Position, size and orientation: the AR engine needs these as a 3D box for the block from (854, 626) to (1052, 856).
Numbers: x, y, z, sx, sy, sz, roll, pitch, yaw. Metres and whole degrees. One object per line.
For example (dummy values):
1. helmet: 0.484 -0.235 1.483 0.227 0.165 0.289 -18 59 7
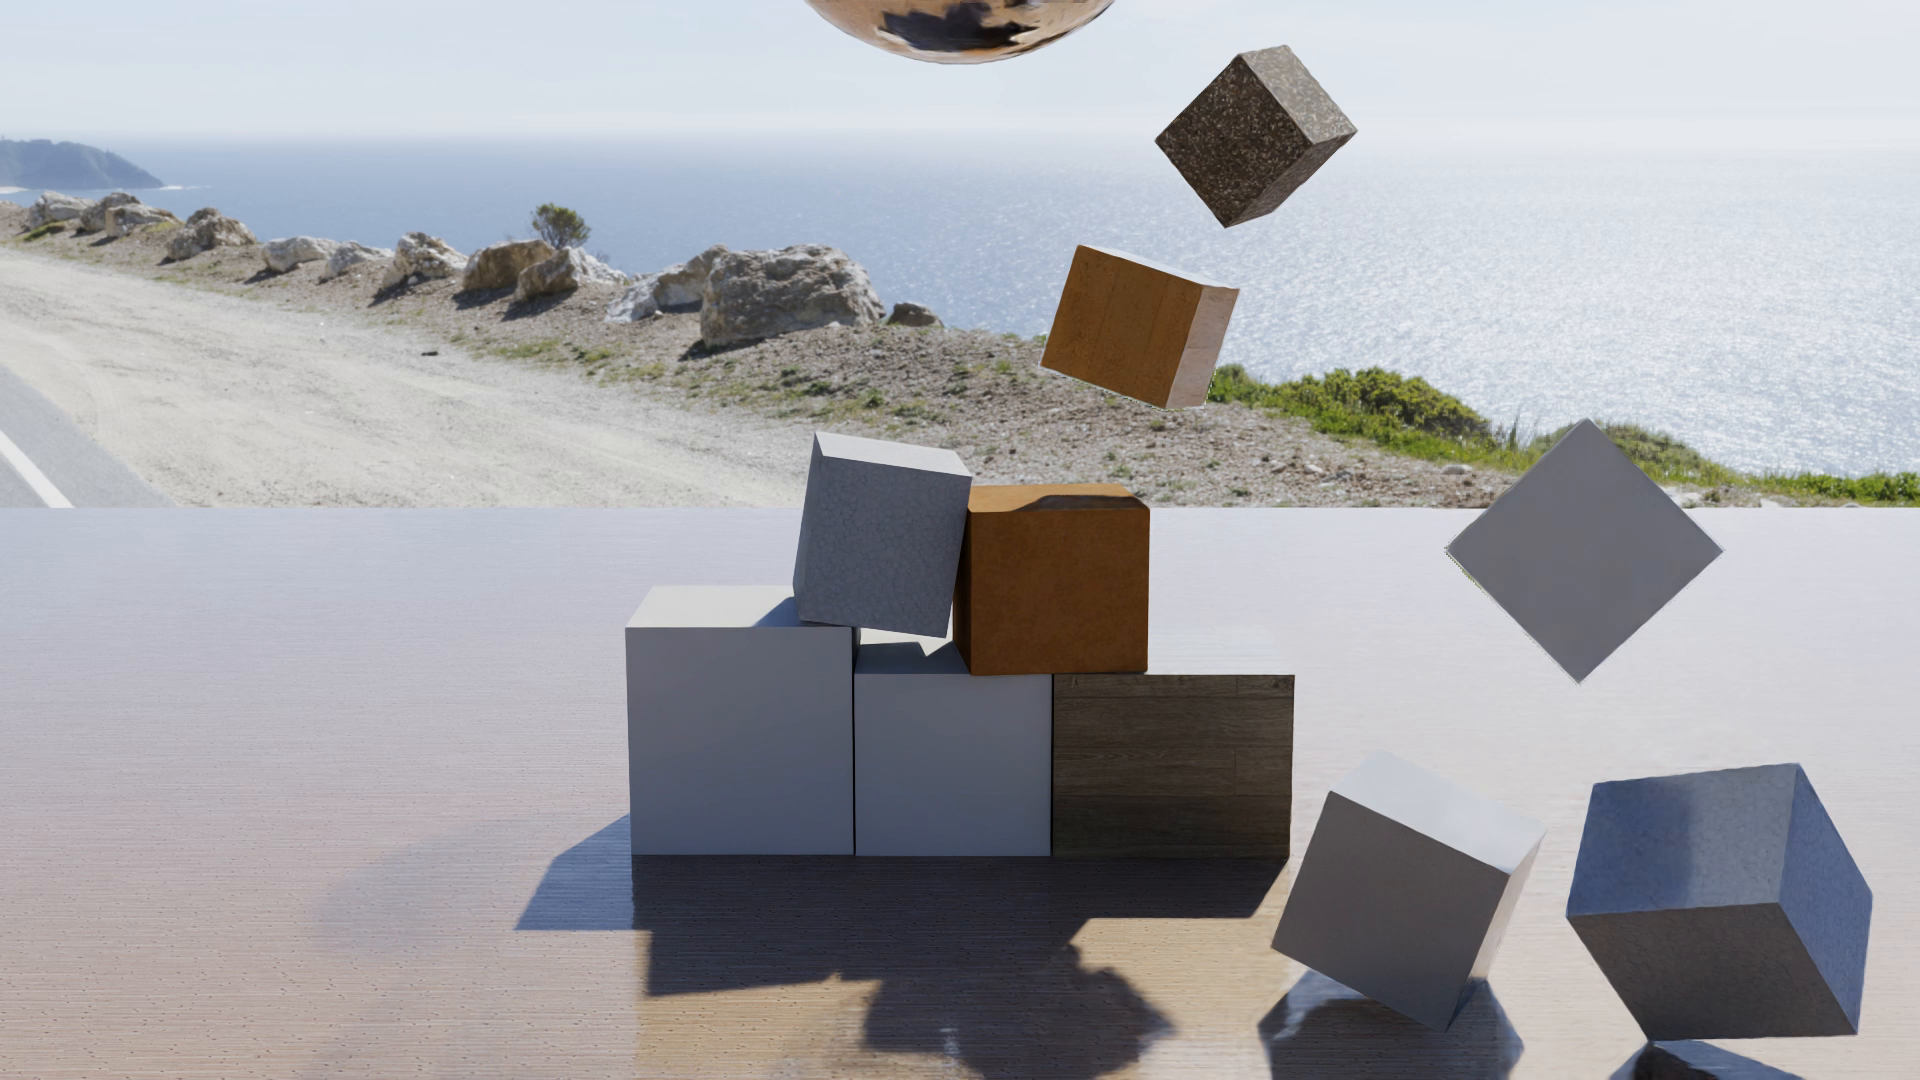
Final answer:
1. block: -0.034 1.016 11.379 0.967 0.929 1.078 0 10 0

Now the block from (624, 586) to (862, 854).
1. block: -1.084 0.905 11.347 1.107 1.160 1.018 0 10 0

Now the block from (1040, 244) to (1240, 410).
1. block: 0.910 -1.071 11.044 0.677 0.628 0.667 21 12 19

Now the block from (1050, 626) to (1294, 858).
1. block: 1.047 1.018 11.353 1.175 0.936 1.095 0 10 0

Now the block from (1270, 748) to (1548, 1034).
1. block: 1.856 1.428 9.071 0.771 0.739 0.692 24 19 21

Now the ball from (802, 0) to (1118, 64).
1. ball: 0.000 -2.424 7.433 1.600 1.600 1.600 0 10 0

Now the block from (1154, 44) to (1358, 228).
1. block: 1.534 -2.094 11.391 0.655 0.597 0.596 -43 -10 35

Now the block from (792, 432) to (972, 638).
1. block: -0.408 -0.038 11.086 0.733 0.818 0.797 8 10 -8

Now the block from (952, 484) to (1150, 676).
1. block: 0.441 0.182 11.078 0.873 0.807 0.819 -1 10 -7

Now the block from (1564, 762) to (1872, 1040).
1. block: 2.922 1.402 8.440 0.808 0.813 0.649 -12 38 38

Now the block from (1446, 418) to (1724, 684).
1. block: 2.479 0.028 8.785 0.718 0.740 0.636 46 12 8
